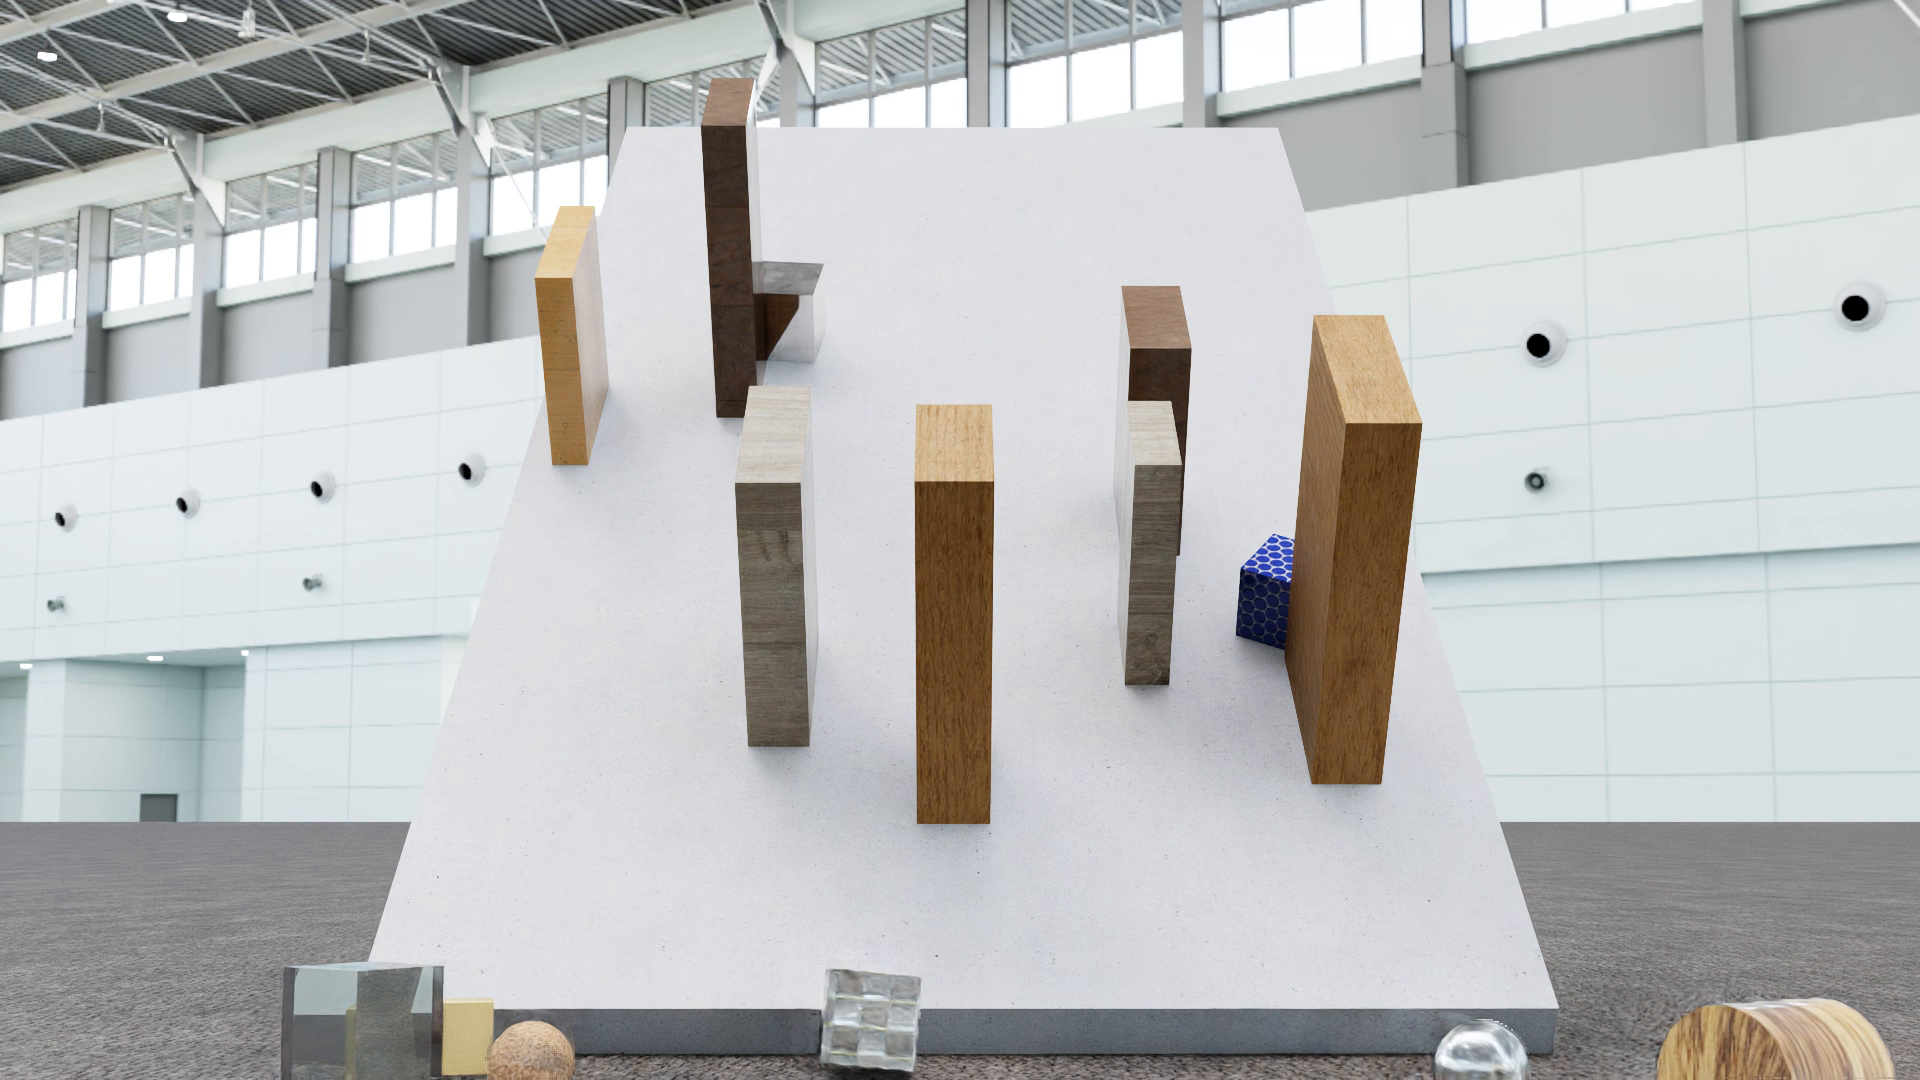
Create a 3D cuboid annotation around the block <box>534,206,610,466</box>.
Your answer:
[{"bbox_3d":[-0.902,-0.481,5.671,0.083,0.475,0.407,0,31,0],"label":"block"}]

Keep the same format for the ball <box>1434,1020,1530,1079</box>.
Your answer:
[{"bbox_3d":[0.695,0.705,3.234,0.125,0.125,0.125,0,-6,0],"label":"ball"}]

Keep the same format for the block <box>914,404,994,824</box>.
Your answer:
[{"bbox_3d":[-0.011,0.140,4.392,0.135,0.722,0.279,0,31,0],"label":"block"}]

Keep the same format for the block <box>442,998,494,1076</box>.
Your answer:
[{"bbox_3d":[-0.789,0.778,3.808,0.109,0.109,0.109,1,-7,-12],"label":"block"}]

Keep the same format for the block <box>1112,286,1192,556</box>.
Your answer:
[{"bbox_3d":[0.414,-0.259,5.280,0.128,0.502,0.307,0,31,0],"label":"block"}]

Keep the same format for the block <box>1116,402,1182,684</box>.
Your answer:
[{"bbox_3d":[0.374,0.007,4.832,0.089,0.502,0.261,0,31,0],"label":"block"}]

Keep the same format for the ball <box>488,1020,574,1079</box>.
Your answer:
[{"bbox_3d":[-0.590,0.721,3.340,0.117,0.117,0.117,0,-6,0],"label":"ball"}]

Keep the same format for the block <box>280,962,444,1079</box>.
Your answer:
[{"bbox_3d":[-0.910,0.735,3.701,0.169,0.169,0.169,-5,-8,36],"label":"block"}]

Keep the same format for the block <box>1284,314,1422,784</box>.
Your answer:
[{"bbox_3d":[0.727,0.019,4.554,0.132,0.769,0.431,0,31,0],"label":"block"}]

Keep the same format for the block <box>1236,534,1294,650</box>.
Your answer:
[{"bbox_3d":[0.679,0.113,4.989,0.162,0.162,0.162,17,35,26],"label":"block"}]

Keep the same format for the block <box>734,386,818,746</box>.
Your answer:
[{"bbox_3d":[-0.348,0.050,4.677,0.119,0.582,0.380,0,31,0],"label":"block"}]

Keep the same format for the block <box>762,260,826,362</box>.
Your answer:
[{"bbox_3d":[-0.446,-0.576,6.115,0.187,0.187,0.187,3,31,5],"label":"block"}]

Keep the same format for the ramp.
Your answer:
[{"bbox_3d":[-0.014,-0.203,5.771,2.000,0.100,4.000,0,31,0],"label":"ramp"}]

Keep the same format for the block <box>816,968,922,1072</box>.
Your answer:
[{"bbox_3d":[-0.141,0.744,3.765,0.142,0.142,0.142,6,-12,-4],"label":"block"}]

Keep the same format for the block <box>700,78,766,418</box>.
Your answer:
[{"bbox_3d":[-0.533,-0.690,5.763,0.101,0.741,0.305,0,31,0],"label":"block"}]

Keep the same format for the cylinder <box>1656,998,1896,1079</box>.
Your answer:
[{"bbox_3d":[0.932,0.622,2.774,0.186,0.186,0.186,4,-8,-34],"label":"cylinder"}]
